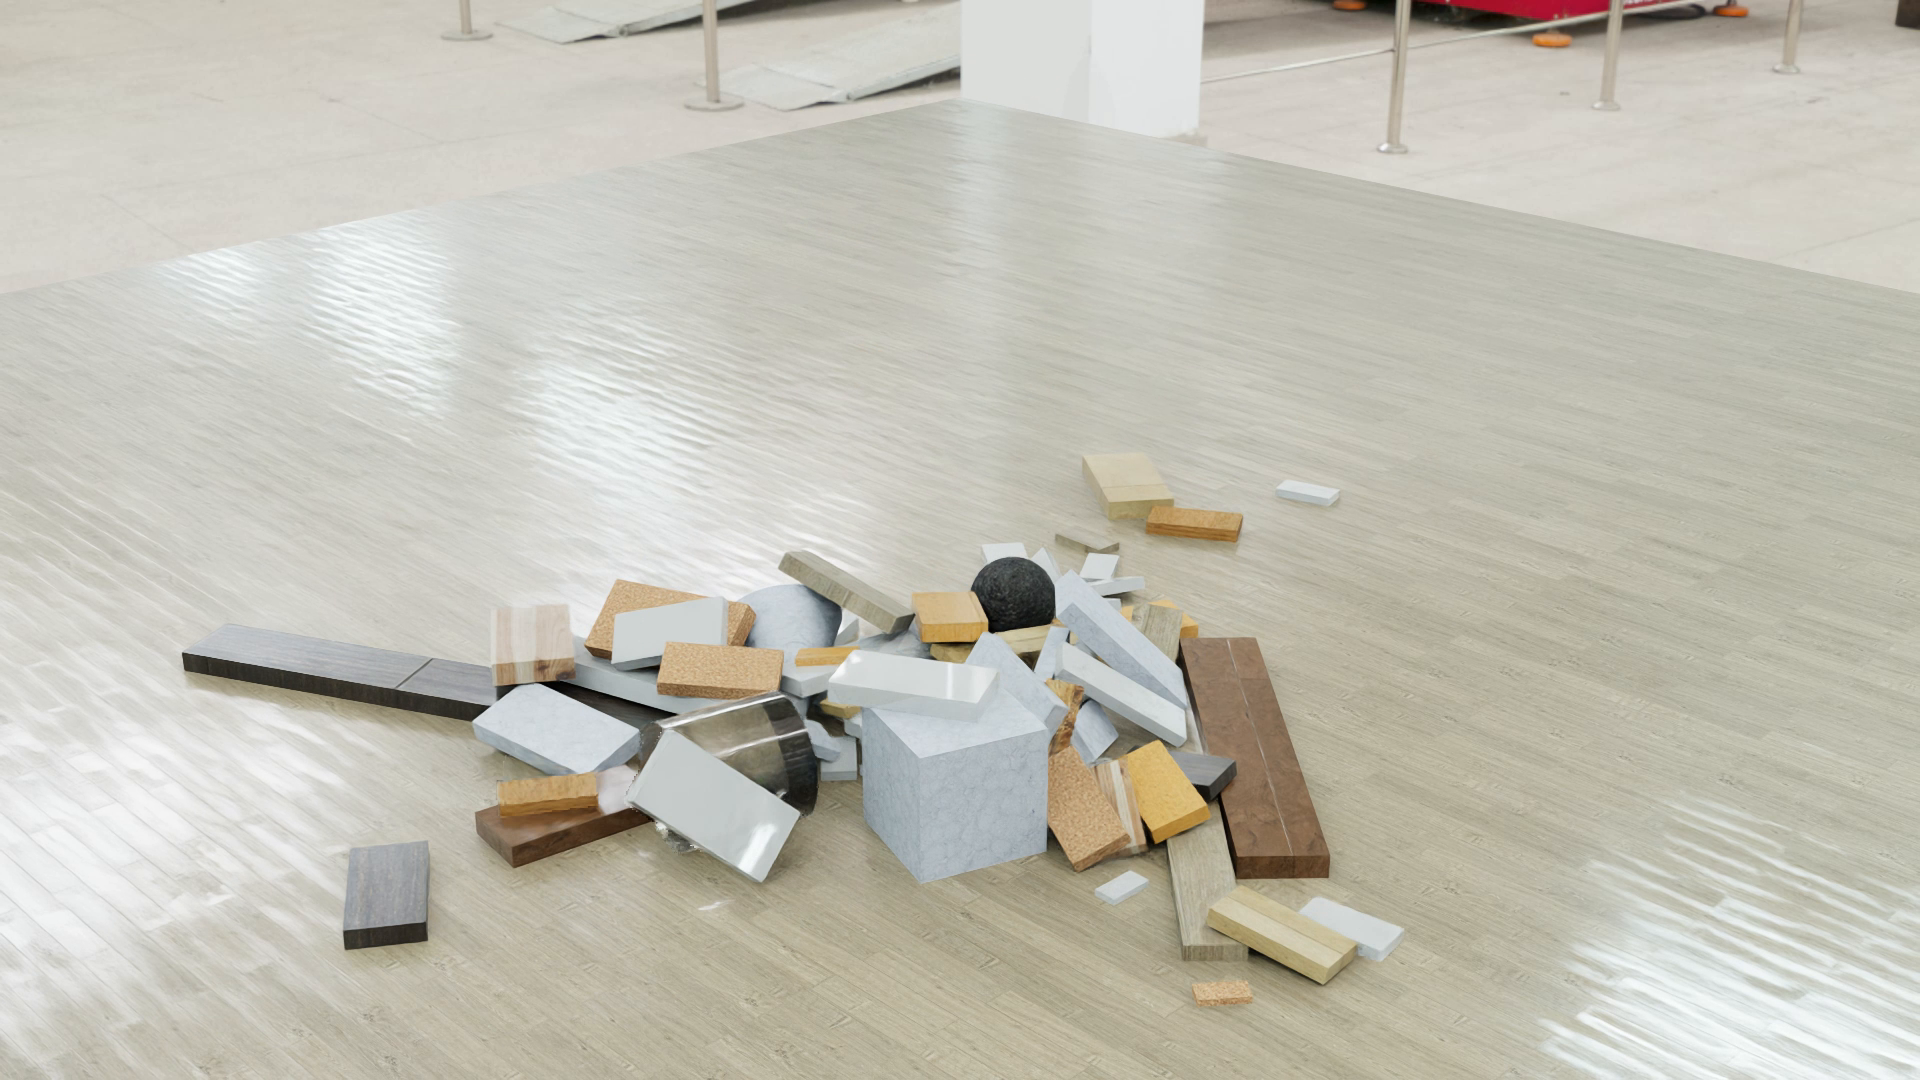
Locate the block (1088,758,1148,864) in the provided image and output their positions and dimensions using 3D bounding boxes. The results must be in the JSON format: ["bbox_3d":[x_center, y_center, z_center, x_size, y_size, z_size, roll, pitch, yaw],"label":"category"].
[{"bbox_3d":[0.299,0.532,4.330,0.102,0.029,0.203,-15,49,4],"label":"block"}]

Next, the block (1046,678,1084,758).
[{"bbox_3d":[0.193,0.382,4.535,0.026,0.182,0.091,20,-6,-40],"label":"block"}]

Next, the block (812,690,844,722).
[{"bbox_3d":[-0.182,0.349,4.803,0.258,0.037,0.129,12,52,33],"label":"block"}]

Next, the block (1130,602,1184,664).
[{"bbox_3d":[0.445,0.234,5.085,0.117,0.033,0.234,11,36,5],"label":"block"}]

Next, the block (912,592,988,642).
[{"bbox_3d":[-0.025,0.172,4.963,0.147,0.042,0.294,-1,12,-6],"label":"block"}]

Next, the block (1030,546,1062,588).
[{"bbox_3d":[0.195,0.114,5.355,0.120,0.034,0.239,-44,23,10],"label":"block"}]

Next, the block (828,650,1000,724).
[{"bbox_3d":[-0.091,0.287,4.332,0.306,0.043,0.153,7,24,16],"label":"block"}]

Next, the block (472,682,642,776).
[{"bbox_3d":[-0.852,0.411,4.655,0.335,0.047,0.167,20,43,31],"label":"block"}]

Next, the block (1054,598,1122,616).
[{"bbox_3d":[0.297,0.161,5.252,0.101,0.029,0.202,-9,3,-20],"label":"block"}]

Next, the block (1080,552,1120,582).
[{"bbox_3d":[0.351,0.076,5.554,0.078,0.022,0.156,5,24,12],"label":"block"}]

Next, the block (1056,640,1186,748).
[{"bbox_3d":[0.344,0.330,4.701,0.324,0.029,0.101,30,29,-16],"label":"block"}]

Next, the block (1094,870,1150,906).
[{"bbox_3d":[0.308,0.662,4.183,0.099,0.014,0.049,-20,30,-39],"label":"block"}]

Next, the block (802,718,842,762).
[{"bbox_3d":[-0.336,0.402,4.562,0.192,0.027,0.096,24,19,-50],"label":"block"}]

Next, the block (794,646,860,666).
[{"bbox_3d":[-0.289,0.253,4.788,0.131,0.019,0.066,-3,16,6],"label":"block"}]

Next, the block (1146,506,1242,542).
[{"bbox_3d":[0.621,-0.043,5.819,0.239,0.034,0.120,6,24,13],"label":"block"}]

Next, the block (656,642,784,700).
[{"bbox_3d":[-0.510,0.282,4.694,0.254,0.036,0.127,4,41,0],"label":"block"}]

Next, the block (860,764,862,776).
[{"bbox_3d":[-0.133,0.495,4.567,0.076,0.021,0.151,-18,29,-35],"label":"block"}]

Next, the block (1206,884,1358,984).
[{"bbox_3d":[0.582,0.712,3.980,0.244,0.035,0.122,24,26,29],"label":"block"}]

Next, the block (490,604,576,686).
[{"bbox_3d":[-0.956,0.231,4.912,0.176,0.050,0.352,-5,19,-11],"label":"block"}]

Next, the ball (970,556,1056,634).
[{"bbox_3d":[0.125,0.142,5.163,0.206,0.206,0.206,0,23,0],"label":"ball"}]

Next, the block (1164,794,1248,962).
[{"bbox_3d":[0.462,0.632,4.229,0.117,0.033,0.579,0,23,0],"label":"block"}]

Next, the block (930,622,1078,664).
[{"bbox_3d":[0.131,0.239,4.950,0.436,0.027,0.095,-6,30,-40],"label":"block"}]

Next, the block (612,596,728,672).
[{"bbox_3d":[-0.633,0.204,4.808,0.254,0.036,0.127,-10,55,13],"label":"block"}]

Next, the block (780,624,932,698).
[{"bbox_3d":[-0.205,0.259,4.848,0.435,0.037,0.129,-16,19,-35],"label":"block"}]

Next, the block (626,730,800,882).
[{"bbox_3d":[-0.466,0.505,4.167,0.043,0.306,0.153,-7,50,61],"label":"block"}]

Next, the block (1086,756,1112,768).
[{"bbox_3d":[0.286,0.481,4.563,0.065,0.018,0.130,24,20,36],"label":"block"}]

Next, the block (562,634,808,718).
[{"bbox_3d":[-0.694,0.308,4.865,0.773,0.050,0.176,12,13,34],"label":"block"}]

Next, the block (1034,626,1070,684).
[{"bbox_3d":[0.194,0.325,4.796,0.044,0.155,0.310,5,23,11],"label":"block"}]

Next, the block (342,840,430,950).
[{"bbox_3d":[-1.077,0.665,4.139,0.147,0.042,0.294,-5,23,-11],"label":"block"}]

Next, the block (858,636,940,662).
[{"bbox_3d":[-0.123,0.266,5.014,0.239,0.034,0.120,4,23,9],"label":"block"}]

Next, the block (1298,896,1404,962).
[{"bbox_3d":[0.713,0.715,4.043,0.182,0.026,0.091,17,28,34],"label":"block"}]

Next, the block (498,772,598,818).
[{"bbox_3d":[-0.824,0.510,4.403,0.192,0.027,0.096,-5,24,-12],"label":"block"}]

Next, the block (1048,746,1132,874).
[{"bbox_3d":[0.225,0.526,4.316,0.122,0.035,0.244,-29,48,-4],"label":"block"}]

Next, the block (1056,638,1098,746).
[{"bbox_3d":[0.241,0.346,4.746,0.044,0.155,0.310,6,24,15],"label":"block"}]

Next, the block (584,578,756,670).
[{"bbox_3d":[-0.642,0.201,4.871,0.352,0.050,0.176,10,62,26],"label":"block"}]

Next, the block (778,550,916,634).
[{"bbox_3d":[-0.252,0.114,4.917,0.294,0.042,0.147,30,9,13],"label":"block"}]

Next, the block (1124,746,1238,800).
[{"bbox_3d":[0.435,0.475,4.502,0.234,0.033,0.117,5,25,34],"label":"block"}]

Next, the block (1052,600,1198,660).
[{"bbox_3d":[0.389,0.214,5.200,0.310,0.044,0.155,-9,25,-20],"label":"block"}]

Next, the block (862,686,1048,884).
[{"bbox_3d":[-0.012,0.462,4.324,0.273,0.273,0.273,-11,25,-24],"label":"block"}]

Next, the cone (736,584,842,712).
[{"bbox_3d":[-0.378,0.301,4.885,0.289,0.289,0.289,-5,50,-13],"label":"cone"}]

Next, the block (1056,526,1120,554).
[{"bbox_3d":[0.331,0.004,5.724,0.078,0.022,0.156,-21,30,-40],"label":"block"}]

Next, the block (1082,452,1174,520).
[{"bbox_3d":[0.460,-0.152,6.054,0.178,0.050,0.356,-3,23,-8],"label":"block"}]

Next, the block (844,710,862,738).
[{"bbox_3d":[-0.102,0.396,4.641,0.258,0.037,0.129,17,38,27],"label":"block"}]

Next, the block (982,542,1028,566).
[{"bbox_3d":[0.122,0.063,5.573,0.105,0.030,0.211,-3,23,-7],"label":"block"}]

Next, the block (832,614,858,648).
[{"bbox_3d":[-0.383,0.202,5.239,0.254,0.036,0.127,10,25,22],"label":"block"}]

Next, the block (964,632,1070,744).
[{"bbox_3d":[0.100,0.334,4.607,0.043,0.153,0.306,20,16,-38],"label":"block"}]

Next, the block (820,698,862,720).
[{"bbox_3d":[-0.198,0.317,4.712,0.192,0.027,0.096,-34,21,-29],"label":"block"}]

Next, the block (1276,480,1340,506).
[{"bbox_3d":[0.954,-0.130,6.039,0.156,0.022,0.078,13,26,28],"label":"block"}]

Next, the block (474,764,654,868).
[{"bbox_3d":[-0.779,0.550,4.404,0.335,0.047,0.167,-16,28,-33],"label":"block"}]

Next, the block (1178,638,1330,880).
[{"bbox_3d":[0.608,0.439,4.663,0.178,0.050,0.969,-1,23,-1],"label":"block"}]

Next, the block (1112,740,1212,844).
[{"bbox_3d":[0.394,0.501,4.396,0.122,0.035,0.244,-24,32,-7],"label":"block"}]

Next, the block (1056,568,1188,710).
[{"bbox_3d":[0.355,0.231,4.853,0.356,0.050,0.178,42,18,-15],"label":"block"}]

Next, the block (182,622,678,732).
[{"bbox_3d":[-1.127,0.334,4.912,1.330,0.047,0.167,8,24,18],"label":"block"}]

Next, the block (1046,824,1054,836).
[{"bbox_3d":[0.175,0.555,4.426,0.065,0.018,0.130,-3,23,-3],"label":"block"}]

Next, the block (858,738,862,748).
[{"bbox_3d":[-0.167,0.439,4.640,0.076,0.021,0.151,1,19,-12],"label":"block"}]

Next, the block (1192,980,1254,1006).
[{"bbox_3d":[0.461,0.797,3.864,0.099,0.014,0.050,-3,23,-6],"label":"block"}]

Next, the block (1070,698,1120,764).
[{"bbox_3d":[0.273,0.401,4.637,0.029,0.102,0.203,-32,-1,20],"label":"block"}]

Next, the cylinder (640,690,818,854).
[{"bbox_3d":[-0.459,0.457,4.348,0.263,0.263,0.263,-13,26,-29],"label":"cylinder"}]

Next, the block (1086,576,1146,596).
[{"bbox_3d":[0.340,0.119,5.393,0.203,0.029,0.101,-9,3,-23],"label":"block"}]

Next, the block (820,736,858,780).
[{"bbox_3d":[-0.256,0.461,4.646,0.076,0.021,0.151,-1,23,-3],"label":"block"}]
